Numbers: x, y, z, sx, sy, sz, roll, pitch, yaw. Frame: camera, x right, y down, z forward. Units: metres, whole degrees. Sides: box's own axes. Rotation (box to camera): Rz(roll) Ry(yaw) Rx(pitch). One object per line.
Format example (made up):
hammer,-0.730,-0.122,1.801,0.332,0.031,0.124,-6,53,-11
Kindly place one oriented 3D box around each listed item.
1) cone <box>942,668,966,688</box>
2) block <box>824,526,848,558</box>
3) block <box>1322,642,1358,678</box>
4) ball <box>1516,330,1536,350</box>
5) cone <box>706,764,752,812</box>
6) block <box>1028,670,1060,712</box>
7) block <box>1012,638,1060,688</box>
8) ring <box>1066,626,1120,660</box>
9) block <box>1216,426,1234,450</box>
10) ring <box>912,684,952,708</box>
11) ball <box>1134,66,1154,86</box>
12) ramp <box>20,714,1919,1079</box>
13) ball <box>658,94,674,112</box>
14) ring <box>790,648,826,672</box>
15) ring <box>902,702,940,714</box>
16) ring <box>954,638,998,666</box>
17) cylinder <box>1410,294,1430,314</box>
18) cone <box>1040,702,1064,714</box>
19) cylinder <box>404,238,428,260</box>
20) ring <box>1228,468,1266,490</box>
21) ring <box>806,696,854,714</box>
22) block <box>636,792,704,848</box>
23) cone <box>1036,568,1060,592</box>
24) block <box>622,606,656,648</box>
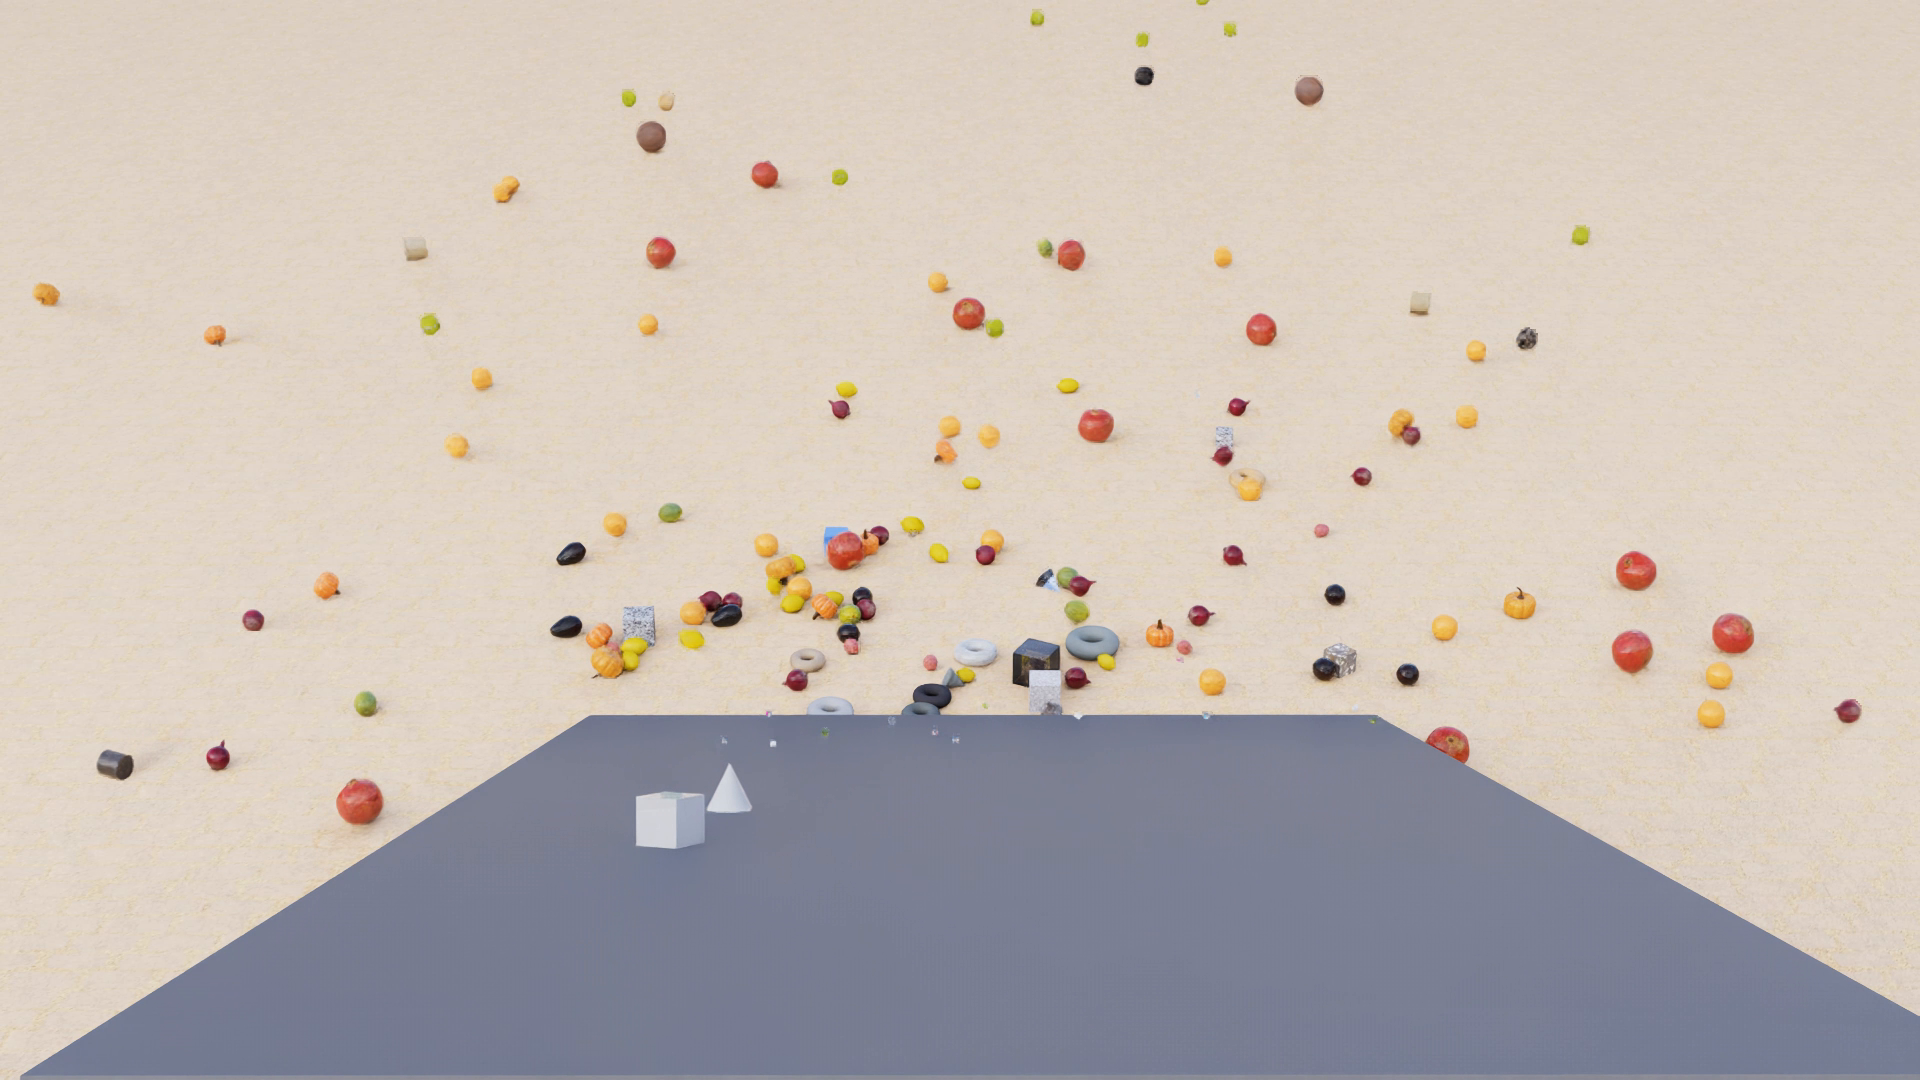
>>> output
cone,-0.009,0.379,6.882,0.059,0.059,0.059,23,23,-14
block,-0.364,0.005,7.593,0.066,0.066,0.066,1,26,2
block,1.023,0.324,6.952,0.063,0.063,0.063,-19,32,-34
ball,1.979,-0.699,9.011,0.070,0.070,0.070,0,26,0
cone,-0.417,0.446,4.678,0.084,0.084,0.084,0,1,0
block,0.223,0.398,6.780,0.082,0.082,0.082,1,26,1
block,0.204,0.333,6.899,0.094,0.094,0.094,13,29,25
ring,0.362,0.281,7.055,0.149,0.050,0.149,-1,26,1
block,0.848,-0.328,8.280,0.054,0.054,0.054,2,26,4
ring,-0.074,0.412,6.807,0.104,0.035,0.104,1,26,-1
ball,0.848,-2.139,11.898,0.090,0.090,0.090,0,26,0
ramp,0.060,0.540,4.576,2.000,0.100,4.000,0,1,0
ball,-1.315,-1.959,11.548,0.077,0.077,0.077,0,26,0
ring,-0.412,0.326,6.983,0.098,0.033,0.098,0,28,0
ring,-0.102,0.456,6.718,0.104,0.035,0.104,1,25,0
ring,0.043,0.305,7.016,0.121,0.040,0.121,0,25,0
cylinder,1.663,-0.854,9.327,0.067,0.067,0.067,7,27,13
cone,0.234,0.435,6.708,0.059,0.059,0.059,-7,52,9
cylinder,-2.074,-1.109,9.832,0.076,0.076,0.076,-3,26,-24
ring,0.892,-0.190,8.019,0.114,0.038,0.114,-1,27,1
ring,-0.338,0.449,6.725,0.125,0.042,0.125,1,25,0
block,-0.474,0.458,4.223,0.080,0.080,0.080,1,1,29
cone,0.263,0.129,7.383,0.067,0.067,0.067,45,44,19
block,-0.883,0.239,7.102,0.083,0.083,0.083,-2,26,-4
